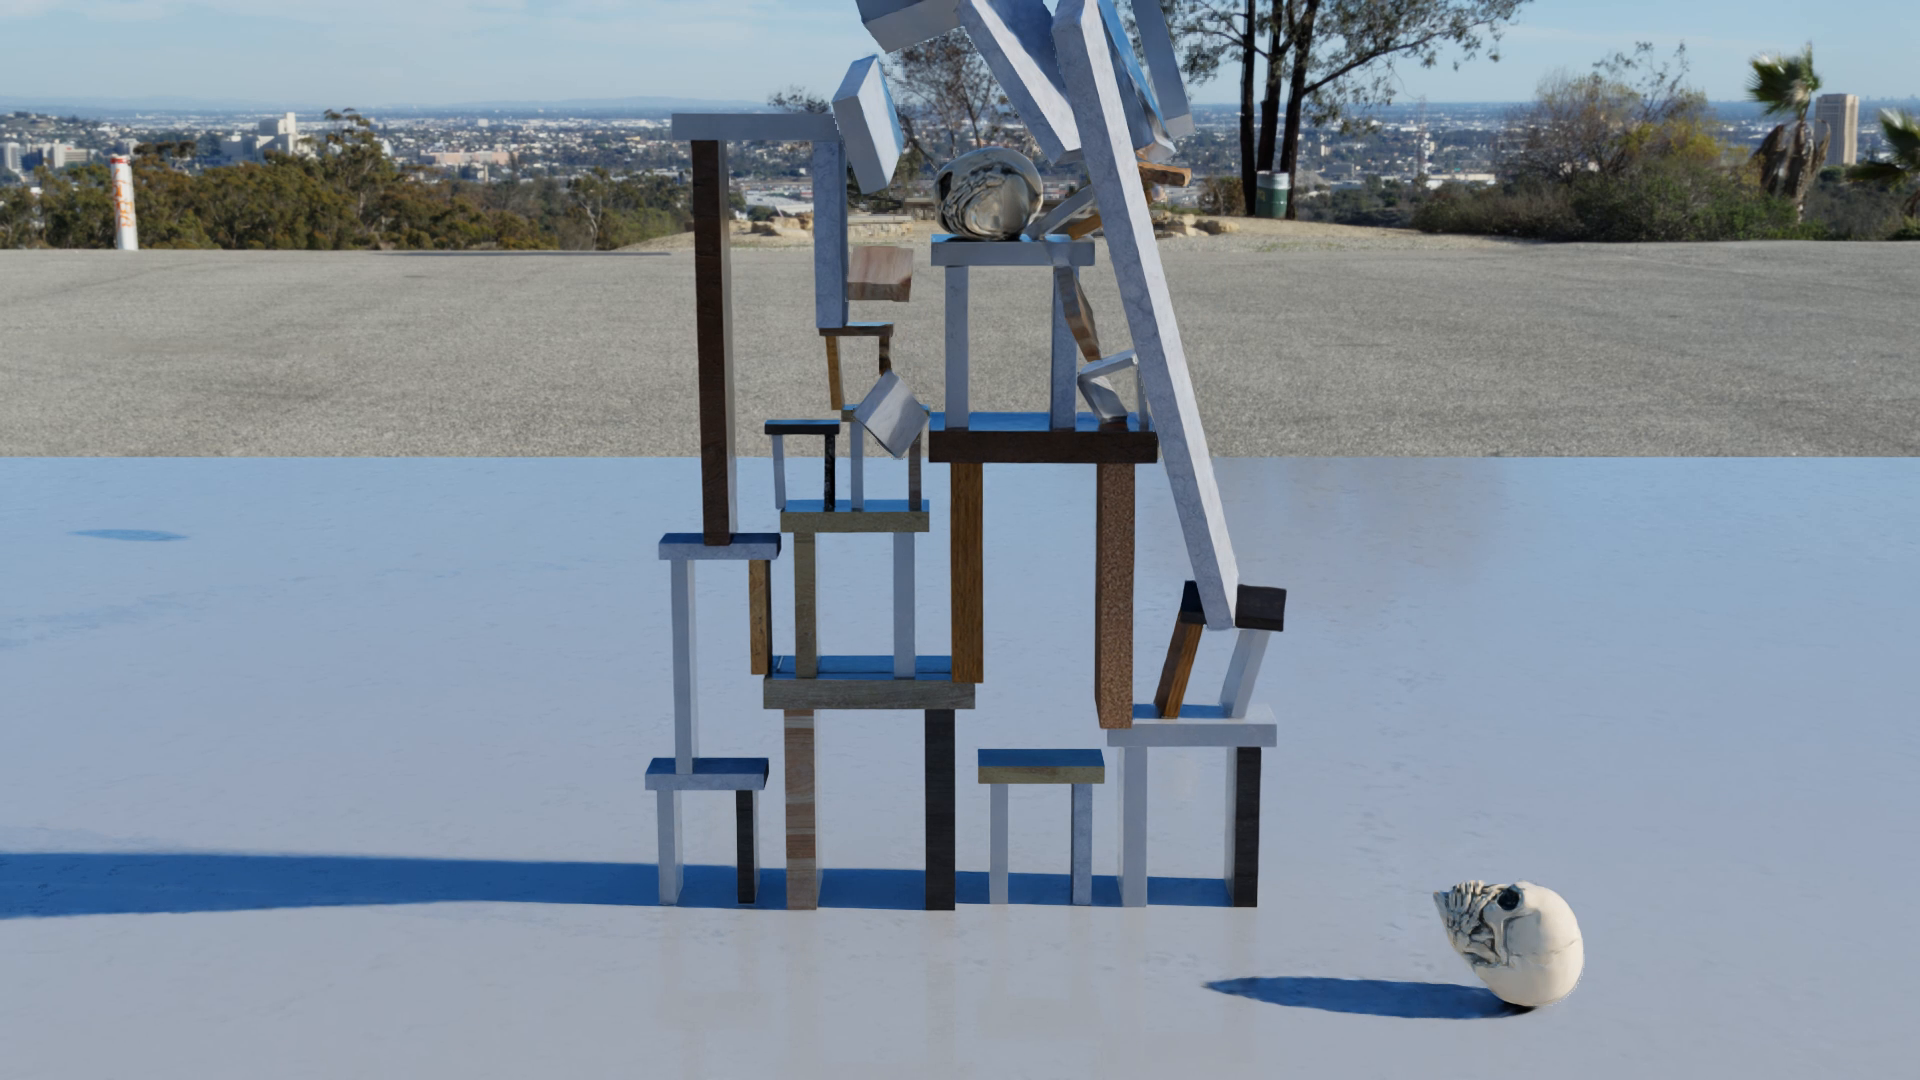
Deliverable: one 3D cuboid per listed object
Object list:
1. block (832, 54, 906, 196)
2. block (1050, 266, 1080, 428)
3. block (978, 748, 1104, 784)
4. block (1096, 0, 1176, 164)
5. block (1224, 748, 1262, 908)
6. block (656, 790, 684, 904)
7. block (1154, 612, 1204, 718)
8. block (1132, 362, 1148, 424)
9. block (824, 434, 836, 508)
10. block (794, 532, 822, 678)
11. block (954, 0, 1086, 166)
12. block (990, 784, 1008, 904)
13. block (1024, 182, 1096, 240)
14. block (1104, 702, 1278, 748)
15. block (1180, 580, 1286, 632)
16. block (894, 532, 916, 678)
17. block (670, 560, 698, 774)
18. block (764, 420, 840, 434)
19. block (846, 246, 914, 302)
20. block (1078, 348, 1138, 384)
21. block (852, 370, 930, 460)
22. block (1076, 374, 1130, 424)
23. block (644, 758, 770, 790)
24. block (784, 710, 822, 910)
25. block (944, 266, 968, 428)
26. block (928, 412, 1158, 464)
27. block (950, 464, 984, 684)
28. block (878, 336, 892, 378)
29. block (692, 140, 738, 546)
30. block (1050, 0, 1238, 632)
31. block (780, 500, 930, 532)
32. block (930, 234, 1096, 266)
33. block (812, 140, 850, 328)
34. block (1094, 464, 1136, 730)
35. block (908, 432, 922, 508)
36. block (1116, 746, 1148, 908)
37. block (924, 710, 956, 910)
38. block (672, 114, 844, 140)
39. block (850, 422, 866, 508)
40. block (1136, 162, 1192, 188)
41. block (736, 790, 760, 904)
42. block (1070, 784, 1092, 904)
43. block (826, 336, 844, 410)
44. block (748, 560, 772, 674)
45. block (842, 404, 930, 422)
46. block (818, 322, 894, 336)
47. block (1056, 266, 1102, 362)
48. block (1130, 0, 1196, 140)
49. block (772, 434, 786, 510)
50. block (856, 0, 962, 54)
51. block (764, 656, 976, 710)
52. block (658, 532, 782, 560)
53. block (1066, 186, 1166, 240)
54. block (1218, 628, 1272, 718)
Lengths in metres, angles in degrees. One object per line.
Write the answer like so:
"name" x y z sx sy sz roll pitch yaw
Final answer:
"block" -0.133 -0.617 3.252 0.040 0.140 0.280 -14 22 10
"block" 0.164 -0.313 3.469 0.036 0.253 0.126 1 13 0
"block" 0.133 0.373 3.628 0.206 0.029 0.103 0 11 0
"block" 0.242 -0.722 3.362 0.041 0.288 0.144 -24 -5 17
"block" 0.468 0.455 3.647 0.039 0.273 0.136 0 11 0
"block" -0.481 0.495 3.653 0.027 0.194 0.097 0 11 0
"block" 0.358 0.202 3.601 0.023 0.165 0.082 13 8 -9
"block" 0.286 -0.238 3.485 0.014 0.098 0.049 -6 16 -1
"block" -0.209 -0.114 3.534 0.017 0.119 0.059 0 10 -4
"block" -0.247 0.094 3.571 0.034 0.237 0.118 0 11 0
"block" 0.124 -0.708 3.336 0.140 0.296 0.040 -20 -16 -40
"block" 0.064 0.489 3.650 0.029 0.206 0.103 0 11 0
"block" 0.172 -0.513 3.393 0.145 0.021 0.072 -33 1 22
"block" 0.376 0.303 3.616 0.273 0.039 0.136 0 11 1
"block" 0.442 0.105 3.554 0.165 0.023 0.082 5 37 9
"block" -0.089 0.094 3.572 0.034 0.237 0.118 0 11 0
"block" -0.450 0.198 3.596 0.027 0.355 0.095 0 11 0
"block" -0.251 -0.181 3.518 0.119 0.017 0.059 0 10 -1
"block" -0.102 -0.344 2.836 0.080 0.023 0.159 2 24 0
"block" 0.237 -0.277 3.478 0.098 0.014 0.049 -17 19 27
"block" -0.097 -0.179 3.208 0.023 0.080 0.426 37 -1 6
"block" 0.225 -0.228 3.504 0.049 0.014 0.098 -8 54 -30
"block" -0.417 0.386 3.633 0.193 0.027 0.097 0 11 0
"block" -0.258 0.422 3.642 0.048 0.339 0.170 0 11 0
"block" -0.005 -0.313 3.470 0.036 0.253 0.126 0 13 0
"block" 0.130 -0.164 3.501 0.356 0.050 0.178 0 13 0
"block" 0.012 0.034 3.547 0.050 0.356 0.178 0 13 1
"block" -0.118 -0.270 3.507 0.017 0.117 0.059 -2 10 1
"block" -0.389 -0.315 3.504 0.041 0.633 0.144 -1 11 0
"block" 0.287 -0.312 3.251 0.041 1.037 0.144 -8 35 16
"block" -0.168 -0.039 3.546 0.237 0.034 0.118 0 11 -1
"block" 0.082 -0.453 3.435 0.253 0.036 0.126 0 13 0
"block" -0.203 -0.485 3.472 0.041 0.287 0.144 0 11 2
"block" 0.249 0.072 3.555 0.050 0.432 0.178 0 13 0
"block" -0.072 -0.125 3.538 0.020 0.139 0.069 0 11 1
"block" 0.285 0.455 3.646 0.039 0.273 0.136 0 11 0
"block" -0.032 0.423 3.641 0.048 0.339 0.170 0 11 0
"block" -0.297 -0.646 3.440 0.287 0.041 0.144 0 11 1
"block" -0.164 -0.125 3.537 0.020 0.139 0.069 0 11 1
"block" 0.276 -0.562 3.353 0.145 0.021 0.072 10 17 11
"block" -0.352 0.495 3.653 0.027 0.194 0.097 0 11 0
"block" 0.201 0.489 3.650 0.029 0.206 0.103 0 11 0
"block" -0.199 -0.269 3.508 0.017 0.117 0.059 -4 10 2
"block" -0.324 0.116 3.583 0.027 0.189 0.094 0 11 0
"block" -0.118 -0.203 3.522 0.139 0.020 0.069 0 10 1
"block" -0.164 -0.335 3.497 0.117 0.017 0.059 -1 10 0
"block" 0.171 -0.324 3.163 0.023 0.080 0.159 -14 -21 10
"block" 0.297 -0.767 3.348 0.041 0.288 0.144 -16 -3 9
"block" -0.290 -0.113 3.526 0.017 0.119 0.059 -3 11 -4
"block" -0.008 -0.845 3.419 0.280 0.040 0.140 -18 -11 11
"block" -0.145 0.232 3.605 0.339 0.048 0.170 0 11 0
"block" -0.388 0.010 3.563 0.189 0.027 0.095 0 11 0
"block" 0.242 -0.506 3.401 0.145 0.021 0.072 -23 4 24
"block" 0.467 0.201 3.597 0.023 0.165 0.082 14 11 -10
